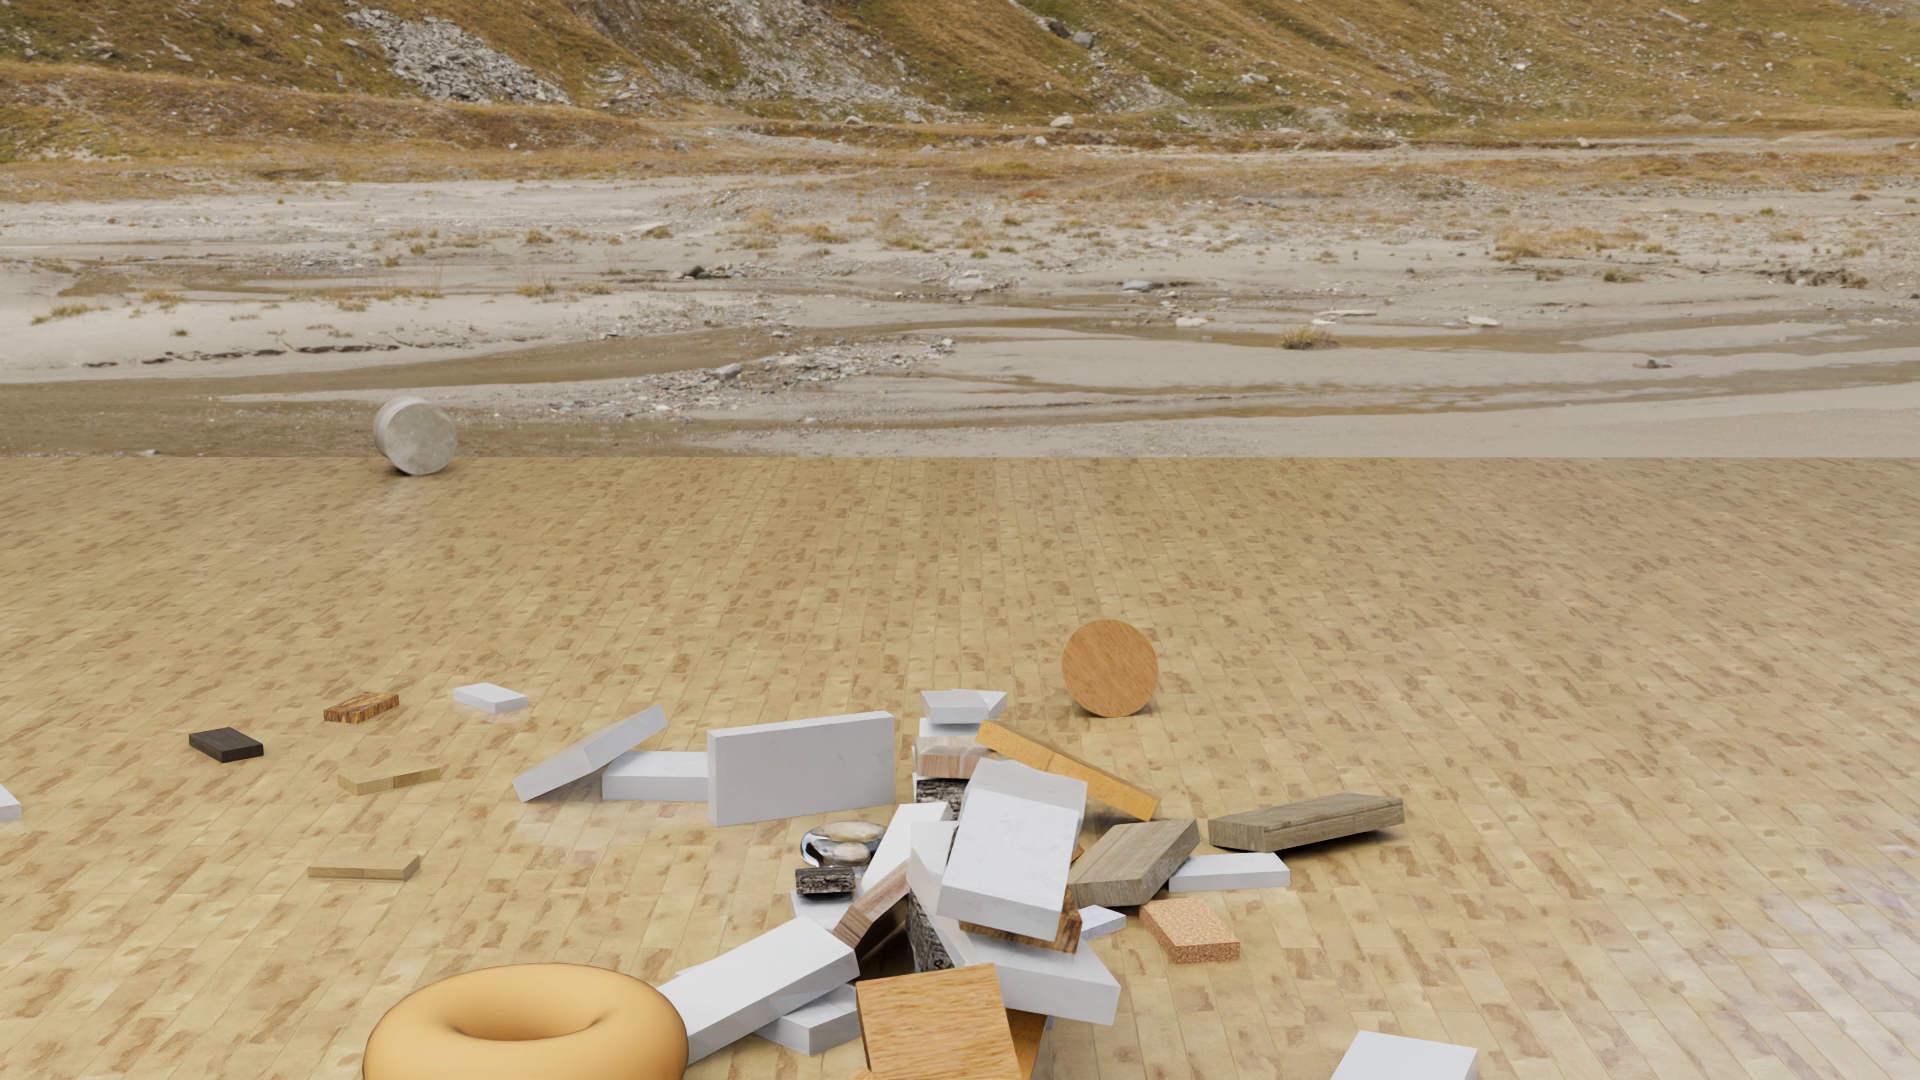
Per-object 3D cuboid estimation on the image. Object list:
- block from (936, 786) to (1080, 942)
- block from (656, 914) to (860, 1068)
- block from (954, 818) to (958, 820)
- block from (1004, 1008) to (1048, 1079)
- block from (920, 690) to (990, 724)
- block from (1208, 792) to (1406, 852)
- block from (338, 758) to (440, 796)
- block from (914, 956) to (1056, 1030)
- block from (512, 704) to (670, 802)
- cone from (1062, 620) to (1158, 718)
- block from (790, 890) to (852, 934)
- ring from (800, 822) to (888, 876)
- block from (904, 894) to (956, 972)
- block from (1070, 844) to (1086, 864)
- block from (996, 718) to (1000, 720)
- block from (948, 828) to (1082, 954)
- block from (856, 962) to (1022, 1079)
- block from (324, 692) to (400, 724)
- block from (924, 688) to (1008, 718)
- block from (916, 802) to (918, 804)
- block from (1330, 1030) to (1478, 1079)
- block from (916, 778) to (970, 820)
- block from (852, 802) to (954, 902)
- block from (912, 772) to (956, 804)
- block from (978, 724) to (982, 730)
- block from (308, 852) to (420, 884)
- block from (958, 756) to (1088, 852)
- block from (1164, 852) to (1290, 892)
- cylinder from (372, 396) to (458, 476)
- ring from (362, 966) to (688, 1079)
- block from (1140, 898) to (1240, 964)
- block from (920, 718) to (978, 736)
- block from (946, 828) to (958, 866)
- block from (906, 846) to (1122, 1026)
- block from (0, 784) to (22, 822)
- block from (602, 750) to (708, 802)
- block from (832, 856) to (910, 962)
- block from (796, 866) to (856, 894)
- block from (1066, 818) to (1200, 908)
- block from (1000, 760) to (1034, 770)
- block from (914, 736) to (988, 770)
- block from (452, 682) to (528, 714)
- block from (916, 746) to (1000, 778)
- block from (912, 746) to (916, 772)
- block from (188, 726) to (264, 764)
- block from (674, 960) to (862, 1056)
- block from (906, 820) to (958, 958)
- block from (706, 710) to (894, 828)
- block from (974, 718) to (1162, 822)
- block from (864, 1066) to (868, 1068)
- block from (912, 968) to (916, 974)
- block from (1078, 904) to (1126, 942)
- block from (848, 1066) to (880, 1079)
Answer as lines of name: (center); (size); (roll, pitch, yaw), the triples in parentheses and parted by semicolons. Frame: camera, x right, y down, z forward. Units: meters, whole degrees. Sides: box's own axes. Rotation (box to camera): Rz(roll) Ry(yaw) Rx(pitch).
block: (0.063, 0.397, 2.723); (0.144, 0.041, 0.288); (12, 18, 4)
block: (-0.304, 0.633, 3.099); (0.292, 0.041, 0.146); (-23, 24, -27)
block: (0.010, 0.512, 3.642); (0.069, 0.020, 0.138); (-2, 30, -5)
block: (0.007, 0.613, 2.581); (0.157, 0.044, 0.313); (13, 10, 6)
block: (-0.012, 0.334, 4.416); (0.115, 0.033, 0.230); (0, 4, -6)
block: (0.620, 0.503, 3.933); (0.319, 0.045, 0.159); (-6, 1, -31)
block: (-1.114, 0.462, 4.292); (0.173, 0.024, 0.086); (-9, 14, -39)
block: (0.030, 0.576, 3.002); (0.177, 0.050, 0.354); (12, 3, -4)
block: (-0.718, 0.413, 4.296); (0.171, 0.048, 0.341); (-24, 2, 19)
cone: (0.304, 0.310, 4.904); (0.221, 0.221, 0.221); (-3, -16, -14)
block: (-0.218, 0.603, 3.526); (0.094, 0.027, 0.189); (-2, 11, -9)
ring: (-0.187, 0.534, 3.807); (0.181, 0.060, 0.181); (1, 10, 0)
block: (0.023, 0.535, 2.862); (0.157, 0.044, 0.313); (12, 3, -8)
block: (0.100, 0.510, 3.666); (0.152, 0.043, 0.303); (47, 18, 10)
block: (0.014, 0.414, 4.522); (0.120, 0.034, 0.239); (1, 11, 5)
block: (0.065, 0.452, 2.867); (0.144, 0.041, 0.418); (12, 3, -3)
block: (-0.011, 0.610, 2.387); (0.158, 0.045, 0.317); (-6, 43, -8)
block: (-1.308, 0.366, 4.809); (0.083, 0.024, 0.167); (3, 11, 17)
block: (0.014, 0.361, 4.621); (0.120, 0.034, 0.239); (3, 11, 14)
block: (0.000, 0.516, 3.753); (0.117, 0.033, 0.235); (-4, 31, -9)
block: (0.557, 0.723, 2.829); (0.159, 0.045, 0.319); (4, 11, 22)
block: (-0.009, 0.489, 3.732); (0.117, 0.033, 0.235); (-1, 30, -4)
block: (-0.093, 0.523, 3.629); (0.095, 0.027, 0.226); (-7, 35, 29)
block: (-0.012, 0.497, 3.875); (0.134, 0.038, 0.267); (-1, 26, -4)
block: (-0.004, 0.412, 4.373); (0.120, 0.034, 0.239); (0, 25, 0)
block: (-1.020, 0.560, 3.767); (0.167, 0.024, 0.083); (1, 11, 5)
block: (0.090, 0.361, 3.029); (0.159, 0.045, 0.319); (13, 3, 4)
block: (0.445, 0.564, 3.734); (0.209, 0.028, 0.099); (-2, 11, -9)
cylinder: (-2.042, -0.393, 8.233); (0.267, 0.267, 0.267); (-5, 11, -23)
ring: (-0.563, 0.670, 2.864); (0.417, 0.139, 0.417); (1, 9, 0)
block: (0.360, 0.614, 3.463); (0.102, 0.029, 0.203); (-2, 11, -11)
block: (-0.023, 0.419, 4.278); (0.115, 0.033, 0.230); (0, 26, 0)
block: (0.070, 0.406, 2.946); (0.144, 0.041, 0.288); (13, 3, 5)
block: (0.056, 0.497, 2.822); (0.167, 0.047, 0.573); (12, 4, -10)
block: (-1.836, 0.492, 4.119); (0.099, 0.028, 0.198); (-8, 13, -36)
block: (-0.505, 0.457, 4.253); (0.341, 0.048, 0.171); (1, 11, 3)
block: (-0.125, 0.571, 3.358); (0.041, 0.146, 0.292); (38, 23, 11)
block: (-0.223, 0.559, 3.623); (0.094, 0.027, 0.189); (-2, -4, -5)
block: (0.285, 0.542, 3.693); (0.152, 0.043, 0.303); (-8, 9, 25)
block: (0.151, 0.464, 4.267); (0.102, 0.029, 0.203); (-5, 12, -26)
block: (-0.006, 0.448, 4.063); (0.134, 0.038, 0.267); (-1, 26, -6)
block: (-1.044, 0.351, 4.890); (0.086, 0.024, 0.173); (-10, 14, -43)
block: (-0.001, 0.398, 3.941); (0.134, 0.038, 0.267); (2, -2, 3)
block: (-0.018, 0.457, 4.124); (0.115, 0.033, 0.230); (-3, 26, -9)
block: (-1.507, 0.420, 4.516); (0.086, 0.024, 0.173); (-9, 14, -39)
block: (-0.261, 0.662, 3.170); (0.293, 0.041, 0.146); (10, 15, 43)
block: (0.013, 0.521, 3.257); (0.177, 0.354, 0.050); (-1, 55, -3)
block: (-0.294, 0.424, 4.095); (0.351, 0.171, 0.048); (-5, 11, -24)
block: (0.201, 0.420, 4.024); (0.345, 0.043, 0.152); (24, -1, 10)
block: (-0.070, 0.709, 2.720); (0.105, 0.030, 0.210); (1, 11, -1)
block: (0.020, 0.625, 3.001); (0.177, 0.050, 0.354); (13, 3, 5)
block: (0.192, 0.613, 3.491); (0.138, 0.020, 0.069); (-10, 14, -43)
block: (-0.031, 0.693, 2.227); (0.333, 0.047, 0.167); (31, 51, 27)
